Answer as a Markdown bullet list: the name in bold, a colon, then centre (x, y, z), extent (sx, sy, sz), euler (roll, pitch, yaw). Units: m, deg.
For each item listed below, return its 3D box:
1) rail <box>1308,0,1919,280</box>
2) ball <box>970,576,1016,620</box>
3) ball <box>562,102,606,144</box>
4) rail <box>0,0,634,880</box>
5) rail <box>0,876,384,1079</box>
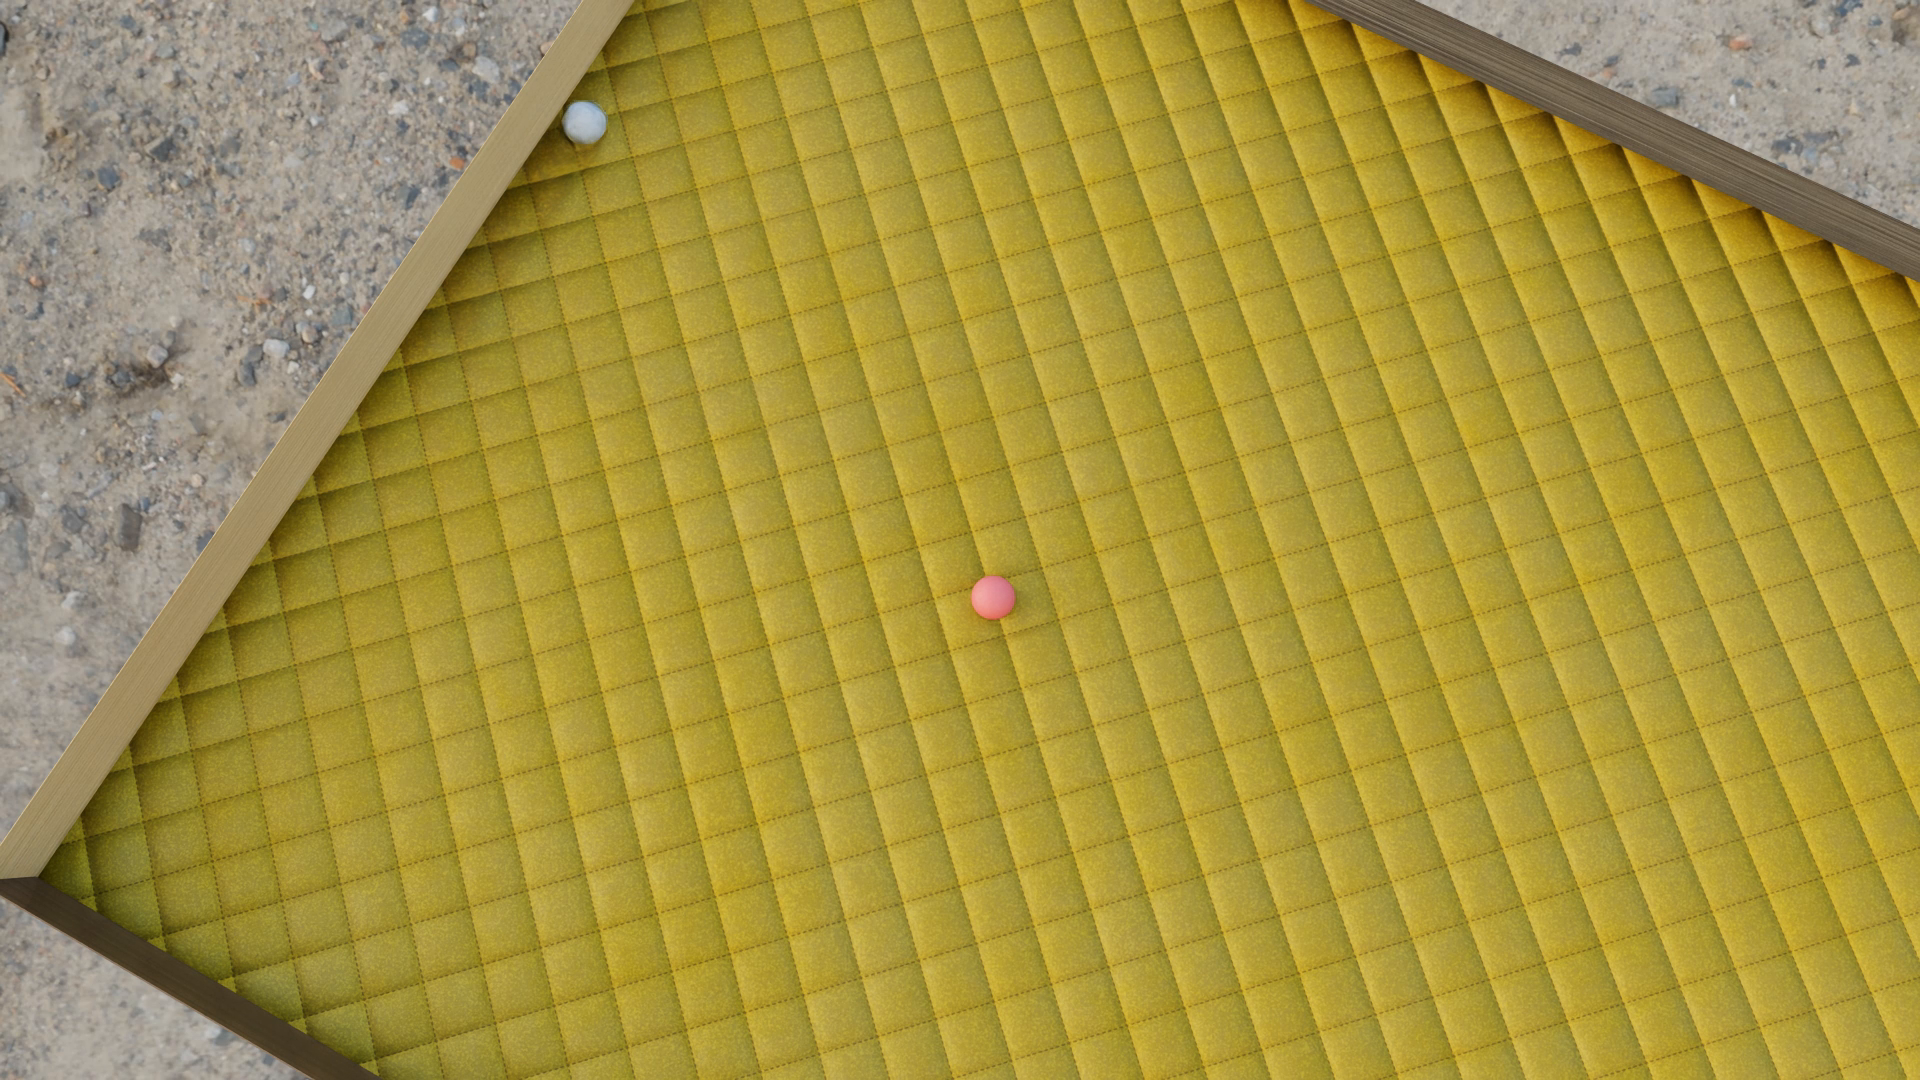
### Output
- **rail**: centre (1.402, -0.510, 3.560), extent (3.921, 0.127, 0.045), euler (27, 73, 9)
- **ball**: centre (0.051, 0.088, 3.388), extent (0.069, 0.069, 0.069), euler (0, 71, 0)
- **ball**: centre (-0.624, -0.693, 3.653), extent (0.072, 0.072, 0.072), euler (0, 71, 0)
- **rail**: centre (-0.841, -0.441, 3.536), extent (0.045, 0.127, 2.314), euler (27, 73, 9)
- **rail**: centre (0.321, 1.376, 2.916), extent (3.921, 0.127, 0.045), euler (27, 73, 9)
